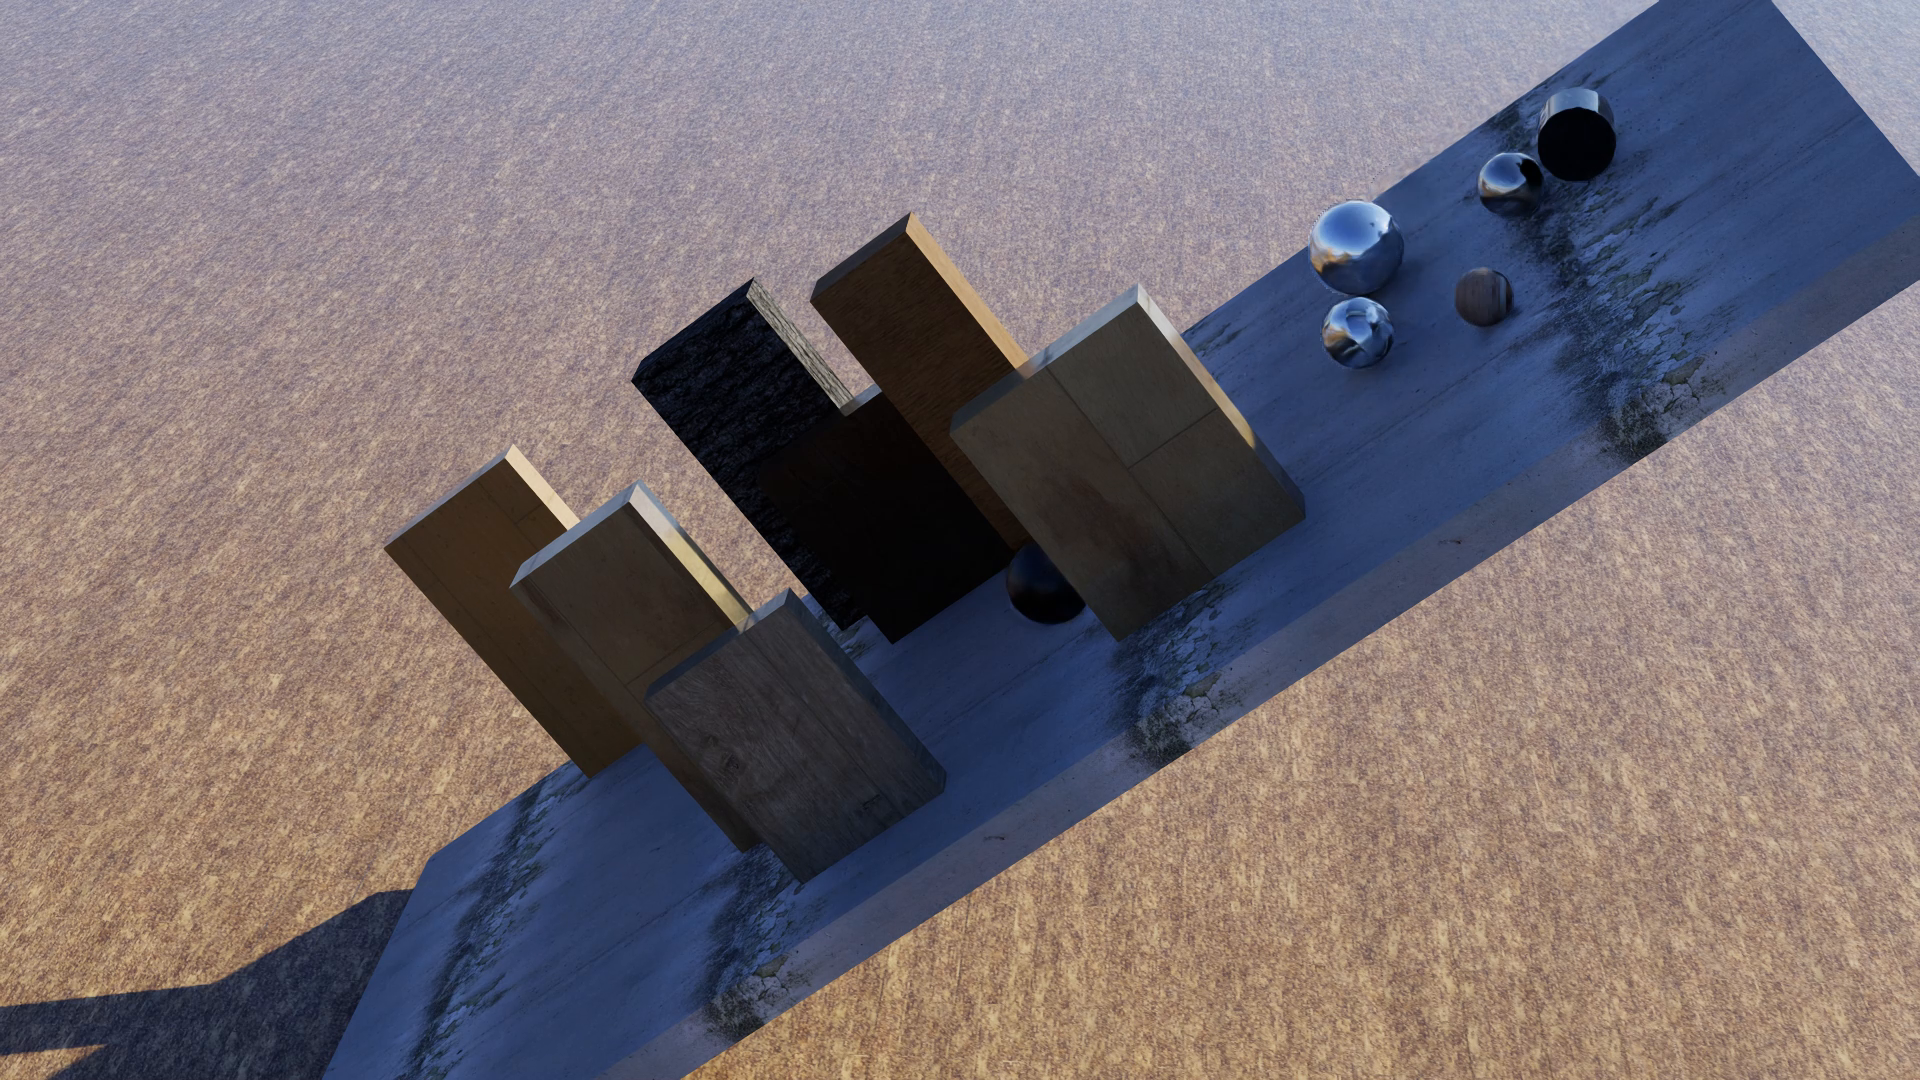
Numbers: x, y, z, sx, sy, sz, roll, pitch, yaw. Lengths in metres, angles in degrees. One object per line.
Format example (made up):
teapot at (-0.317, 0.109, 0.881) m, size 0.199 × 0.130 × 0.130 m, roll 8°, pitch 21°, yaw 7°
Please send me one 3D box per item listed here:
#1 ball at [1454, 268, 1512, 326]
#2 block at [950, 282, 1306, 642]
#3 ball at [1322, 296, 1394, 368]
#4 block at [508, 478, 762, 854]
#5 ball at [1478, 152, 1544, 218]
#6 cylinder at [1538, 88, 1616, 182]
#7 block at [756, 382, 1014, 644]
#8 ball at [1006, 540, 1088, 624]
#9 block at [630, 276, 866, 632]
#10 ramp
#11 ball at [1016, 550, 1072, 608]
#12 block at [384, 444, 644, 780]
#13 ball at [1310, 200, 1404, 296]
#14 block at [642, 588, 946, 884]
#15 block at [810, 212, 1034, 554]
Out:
ball at (1.015, -0.471, 5.707) m, size 0.114 × 0.114 × 0.114 m, roll 0°, pitch 23°, yaw 0°
block at (0.320, -0.143, 5.599) m, size 0.441 × 0.534 × 0.116 m, roll -35°, pitch 16°, yaw 17°
ball at (0.810, -0.422, 5.979) m, size 0.146 × 0.146 × 0.146 m, roll 0°, pitch 23°, yaw 0°
block at (-0.552, 0.265, 6.058) m, size 0.322 × 0.748 × 0.127 m, roll -35°, pitch 16°, yaw 17°
ball at (1.144, -0.737, 6.109) m, size 0.137 × 0.137 × 0.137 m, roll 0°, pitch 23°, yaw 0°
cylinder at (1.267, -0.834, 6.048) m, size 0.155 × 0.155 × 0.155 m, roll 4°, pitch 24°, yaw 10°
block at (-0.127, -0.086, 6.545) m, size 0.435 × 0.490 × 0.109 m, roll -35°, pitch 16°, yaw 17°
ball at (0.182, 0.083, 5.934) m, size 0.177 × 0.177 × 0.177 m, roll 0°, pitch 23°, yaw 0°
block at (-0.376, -0.196, 6.879) m, size 0.346 × 0.781 × 0.147 m, roll -35°, pitch 16°, yaw 17°
ramp at (0.127, 0.180, 6.326) m, size 4.000 × 0.100 × 2.000 m, roll -35°, pitch 16°, yaw 17°
ball at (0.176, 0.079, 6.084) m, size 0.119 × 0.119 × 0.119 m, roll 0°, pitch 23°, yaw 0°
block at (-1.009, 0.184, 7.272) m, size 0.401 × 0.780 × 0.095 m, roll -35°, pitch 16°, yaw 17°
ball at (0.856, -0.630, 6.349) m, size 0.202 × 0.202 × 0.202 m, roll 0°, pitch 23°, yaw 0°
block at (-0.317, 0.382, 5.677) m, size 0.352 × 0.489 × 0.080 m, roll -35°, pitch 16°, yaw 17°
block at (0.038, -0.289, 6.166) m, size 0.252 × 0.794 × 0.143 m, roll -35°, pitch 16°, yaw 17°
